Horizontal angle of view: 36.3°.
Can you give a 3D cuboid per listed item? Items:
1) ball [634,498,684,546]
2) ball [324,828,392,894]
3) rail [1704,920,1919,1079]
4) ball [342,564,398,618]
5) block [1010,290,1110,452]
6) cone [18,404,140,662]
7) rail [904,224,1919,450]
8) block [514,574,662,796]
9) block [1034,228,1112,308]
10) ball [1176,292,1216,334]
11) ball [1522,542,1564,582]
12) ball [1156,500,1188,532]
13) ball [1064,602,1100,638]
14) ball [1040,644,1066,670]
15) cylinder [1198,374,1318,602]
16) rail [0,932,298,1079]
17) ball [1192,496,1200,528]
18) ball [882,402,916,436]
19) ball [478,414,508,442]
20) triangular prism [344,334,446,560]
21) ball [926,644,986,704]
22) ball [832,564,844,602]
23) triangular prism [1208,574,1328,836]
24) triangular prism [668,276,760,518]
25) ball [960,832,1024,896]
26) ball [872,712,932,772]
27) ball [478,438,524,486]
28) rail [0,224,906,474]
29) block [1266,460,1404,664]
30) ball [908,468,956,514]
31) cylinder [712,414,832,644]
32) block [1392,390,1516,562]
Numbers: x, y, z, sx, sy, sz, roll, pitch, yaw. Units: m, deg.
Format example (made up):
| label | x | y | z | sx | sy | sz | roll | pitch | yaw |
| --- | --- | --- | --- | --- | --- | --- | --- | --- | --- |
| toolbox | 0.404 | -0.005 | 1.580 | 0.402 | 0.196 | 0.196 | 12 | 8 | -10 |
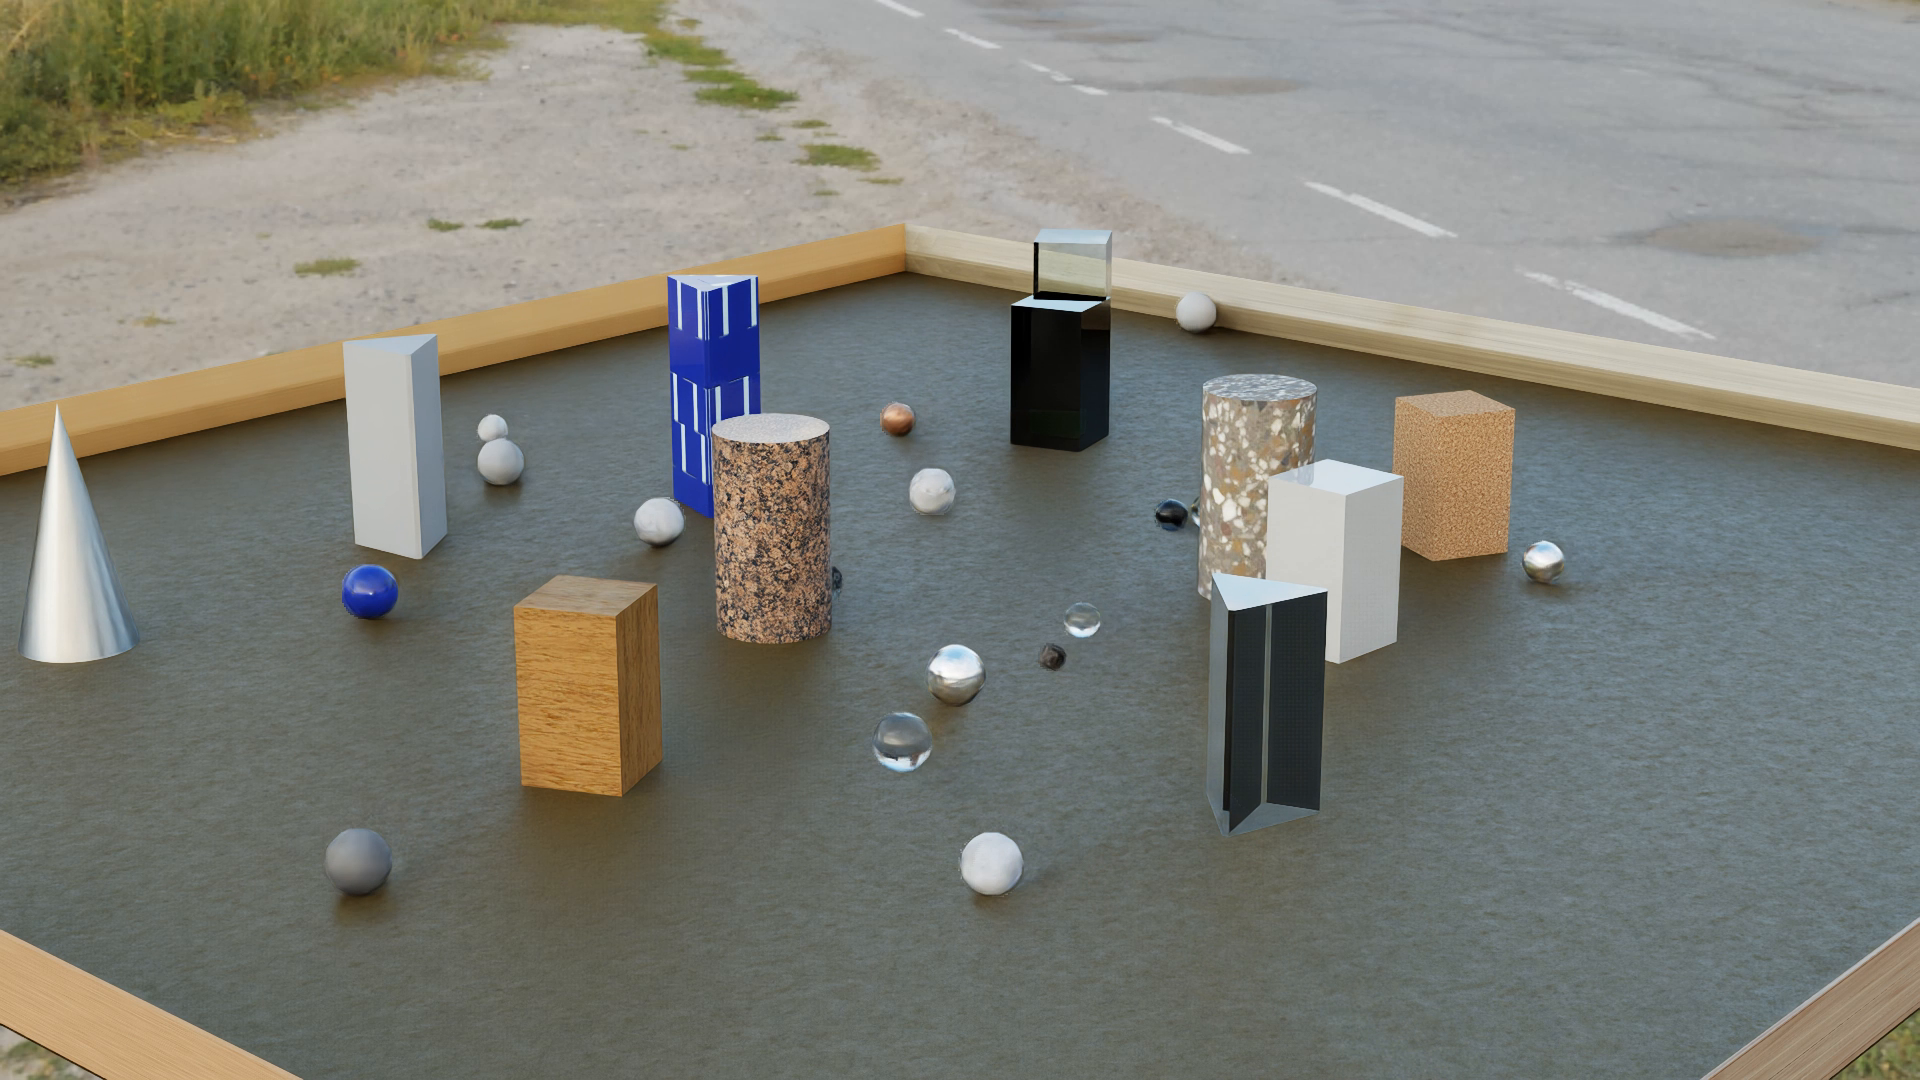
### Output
| label | x | y | z | sx | sy | sz | roll | pitch | yaw |
| --- | --- | --- | --- | --- | --- | --- | --- | --- | --- |
| ball | -0.554 | -0.033 | 5.402 | 0.091 | 0.091 | 0.091 | 0 | 17 | 0 |
| ball | -0.797 | 0.426 | 3.885 | 0.088 | 0.088 | 0.088 | 0 | 17 | 0 |
| rail | 1.463 | 0.399 | 3.904 | 0.045 | 0.127 | 4.065 | 14 | 22 | 39 |
| ball | -1.005 | 0.087 | 5.000 | 0.093 | 0.093 | 0.093 | 0 | 17 | 0 |
| block | 0.209 | -0.352 | 6.107 | 0.157 | 0.296 | 0.157 | 8 | 18 | 24 |
| cone | -1.466 | -0.025 | 4.820 | 0.196 | 0.411 | 0.196 | 0 | 17 | 0 |
| rail | 1.317 | -0.406 | 6.572 | 3.922 | 0.127 | 0.045 | 14 | 22 | 39 |
| block | -0.540 | 0.210 | 4.278 | 0.157 | 0.274 | 0.157 | 5 | 17 | 16 |
| block | 0.247 | -0.492 | 6.459 | 0.157 | 0.359 | 0.157 | 2 | 17 | 7 |
| ball | 0.573 | -0.551 | 7.107 | 0.098 | 0.098 | 0.098 | 0 | 17 | 0 |
| ball | 1.034 | 0.039 | 5.195 | 0.073 | 0.073 | 0.073 | 0 | 17 | 0 |
| ball | 0.397 | -0.046 | 5.500 | 0.060 | 0.060 | 0.060 | 0 | 17 | 0 |
| ball | 0.204 | 0.133 | 4.903 | 0.061 | 0.061 | 0.061 | 0 | 17 | 0 |
| ball | 0.151 | 0.189 | 4.750 | 0.042 | 0.042 | 0.042 | 0 | 17 | 0 |
| cylinder | 0.516 | -0.087 | 5.103 | 0.196 | 0.367 | 0.196 | 0 | 17 | 0 |
| rail | -1.317 | 0.470 | 3.668 | 3.922 | 0.127 | 0.045 | 14 | 22 | 39 |
| ball | 0.473 | -0.053 | 5.493 | 0.077 | 0.077 | 0.077 | 0 | 17 | 0 |
| ball | -0.129 | -0.254 | 6.173 | 0.070 | 0.070 | 0.070 | 0 | 17 | 0 |
| ball | -0.973 | -0.231 | 6.110 | 0.062 | 0.062 | 0.062 | 0 | 17 | 0 |
| triangular prism | -1.008 | -0.179 | 5.385 | 0.170 | 0.381 | 0.147 | 12 | 21 | 35 |
| ball | -0.007 | 0.211 | 4.588 | 0.094 | 0.094 | 0.094 | 0 | 17 | 0 |
| ball | -0.239 | 0.075 | 5.074 | 0.074 | 0.074 | 0.074 | 0 | 17 | 0 |
| triangular prism | 0.400 | 0.223 | 4.135 | 0.170 | 0.331 | 0.147 | -11 | 20 | -32 |
| triangular prism | -0.494 | -0.284 | 5.630 | 0.147 | 0.440 | 0.170 | 10 | 19 | 29 |
| ball | 0.042 | 0.429 | 3.883 | 0.083 | 0.083 | 0.083 | 0 | 17 | 0 |
| ball | -0.085 | 0.297 | 4.312 | 0.088 | 0.088 | 0.088 | 0 | 17 | 0 |
| ball | -0.909 | -0.154 | 5.802 | 0.092 | 0.092 | 0.092 | 0 | 17 | 0 |
| rail | -1.463 | -0.335 | 6.336 | 0.045 | 0.127 | 4.065 | 14 | 22 | 39 |
| block | 0.617 | 0.033 | 4.845 | 0.157 | 0.286 | 0.157 | 16 | 23 | 42 |
| ball | -0.054 | -0.094 | 5.607 | 0.089 | 0.089 | 0.089 | 0 | 17 | 0 |
| cylinder | -0.315 | -0.021 | 4.923 | 0.196 | 0.345 | 0.196 | 0 | 17 | 0 |
| block | 0.902 | -0.120 | 5.381 | 0.157 | 0.270 | 0.157 | -6 | 18 | -21 |
